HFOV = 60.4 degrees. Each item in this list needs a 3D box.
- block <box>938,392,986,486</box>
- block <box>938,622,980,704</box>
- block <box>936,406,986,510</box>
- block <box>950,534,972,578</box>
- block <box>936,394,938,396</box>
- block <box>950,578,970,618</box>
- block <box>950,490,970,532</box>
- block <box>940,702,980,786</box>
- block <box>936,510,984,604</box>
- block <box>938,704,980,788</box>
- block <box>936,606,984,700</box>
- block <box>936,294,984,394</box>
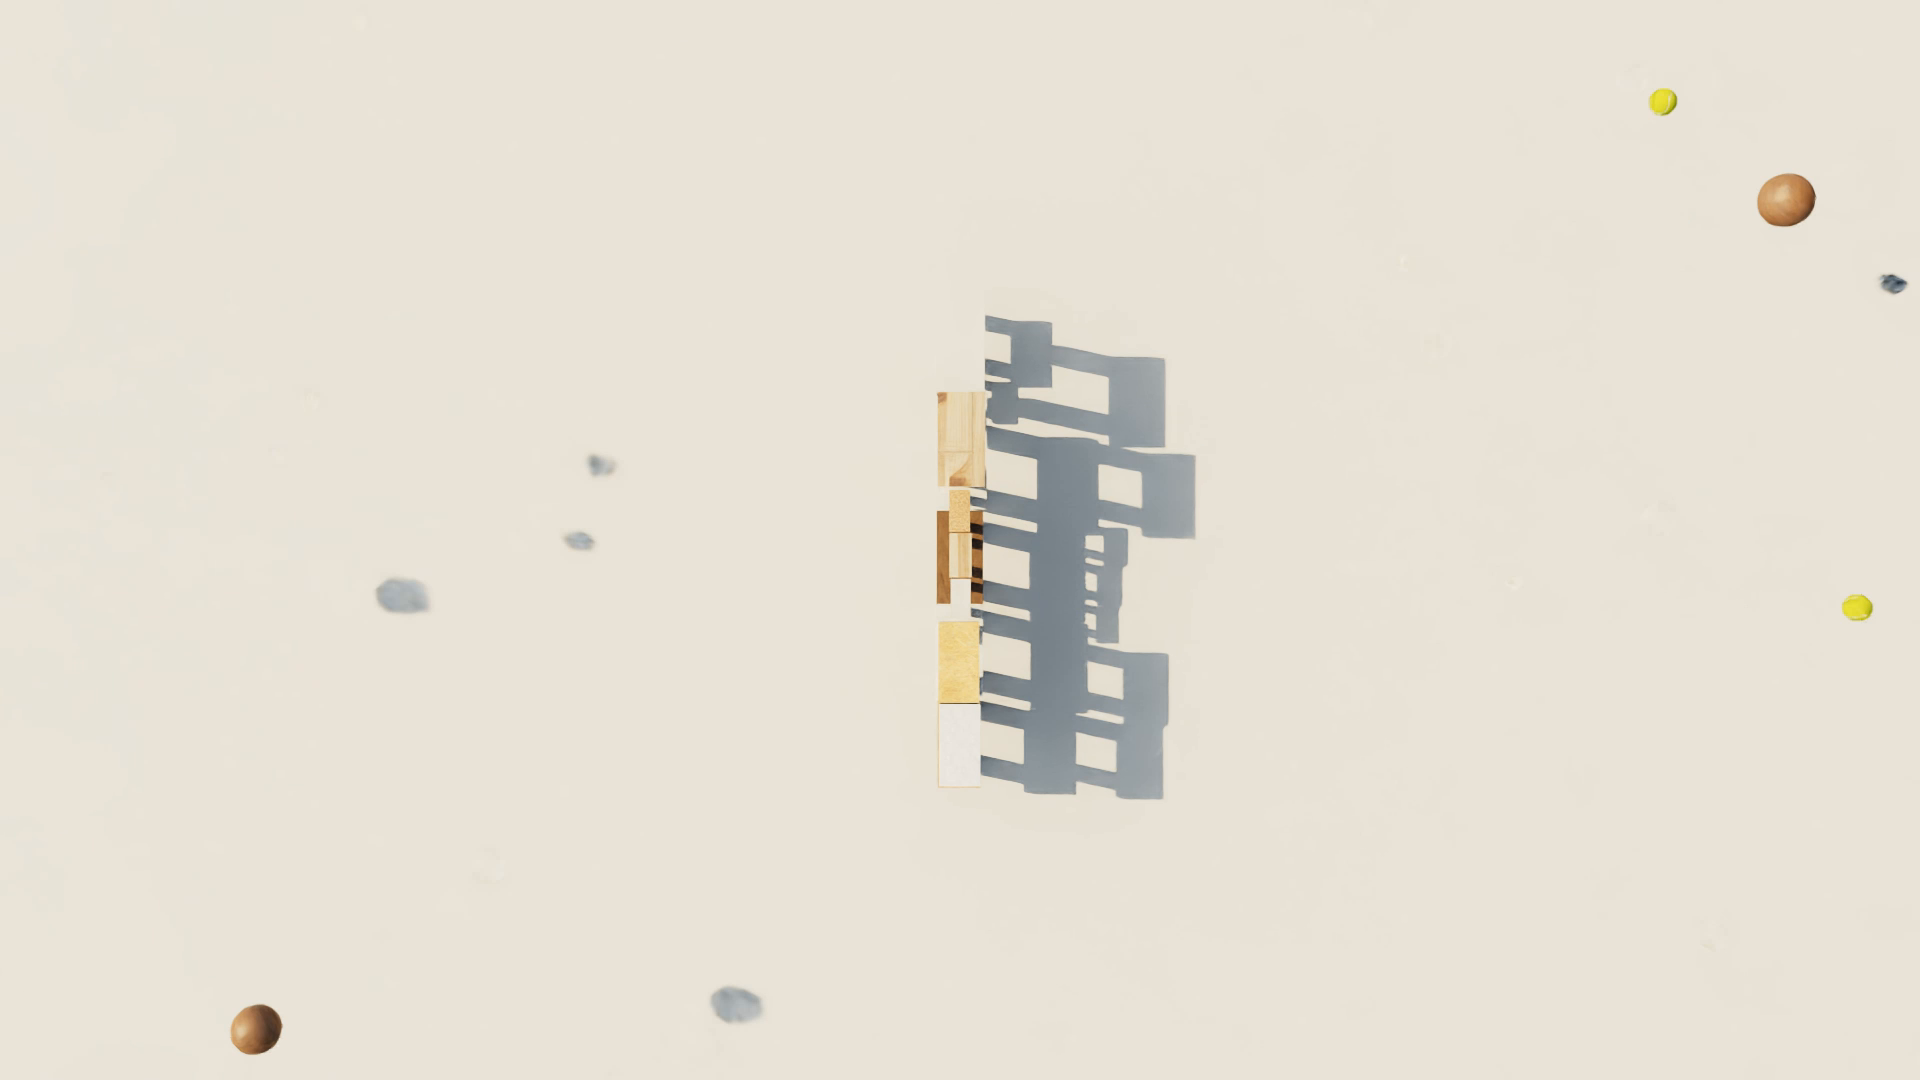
[{"bbox_3d":[0.004,-0.295,4.839,0.139,0.039,0.277,0,90,0],"label":"block"},{"bbox_3d":[-0.004,0.363,4.904,0.120,0.034,0.239,0,90,0],"label":"block"},{"bbox_3d":[0.003,-0.256,5.159,0.159,0.045,0.319,0,90,0],"label":"block"},{"bbox_3d":[0.001,0.047,5.023,0.067,0.019,0.134,0,90,0],"label":"block"},{"bbox_3d":[0.000,-0.488,5.150,0.148,0.386,0.042,0,90,0],"label":"block"},{"bbox_3d":[0.002,0.179,5.032,0.060,0.017,0.120,0,90,0],"label":"block"},{"bbox_3d":[-0.001,-0.088,5.001,0.063,0.018,0.126,0,90,0],"label":"block"},{"bbox_3d":[-0.001,0.611,4.927,0.123,0.035,0.246,0,90,0],"label":"block"},{"bbox_3d":[0.000,0.054,5.188,0.146,0.041,0.292,0,90,0],"label":"block"},{"bbox_3d":[-0.003,0.644,5.209,0.136,0.039,0.272,0,90,0],"label":"block"},{"bbox_3d":[-0.002,0.354,5.181,0.149,0.042,0.298,0,90,0],"label":"block"},{"bbox_3d":[0.000,-0.586,4.936,0.148,0.042,0.295,0,90,0],"label":"block"}]
